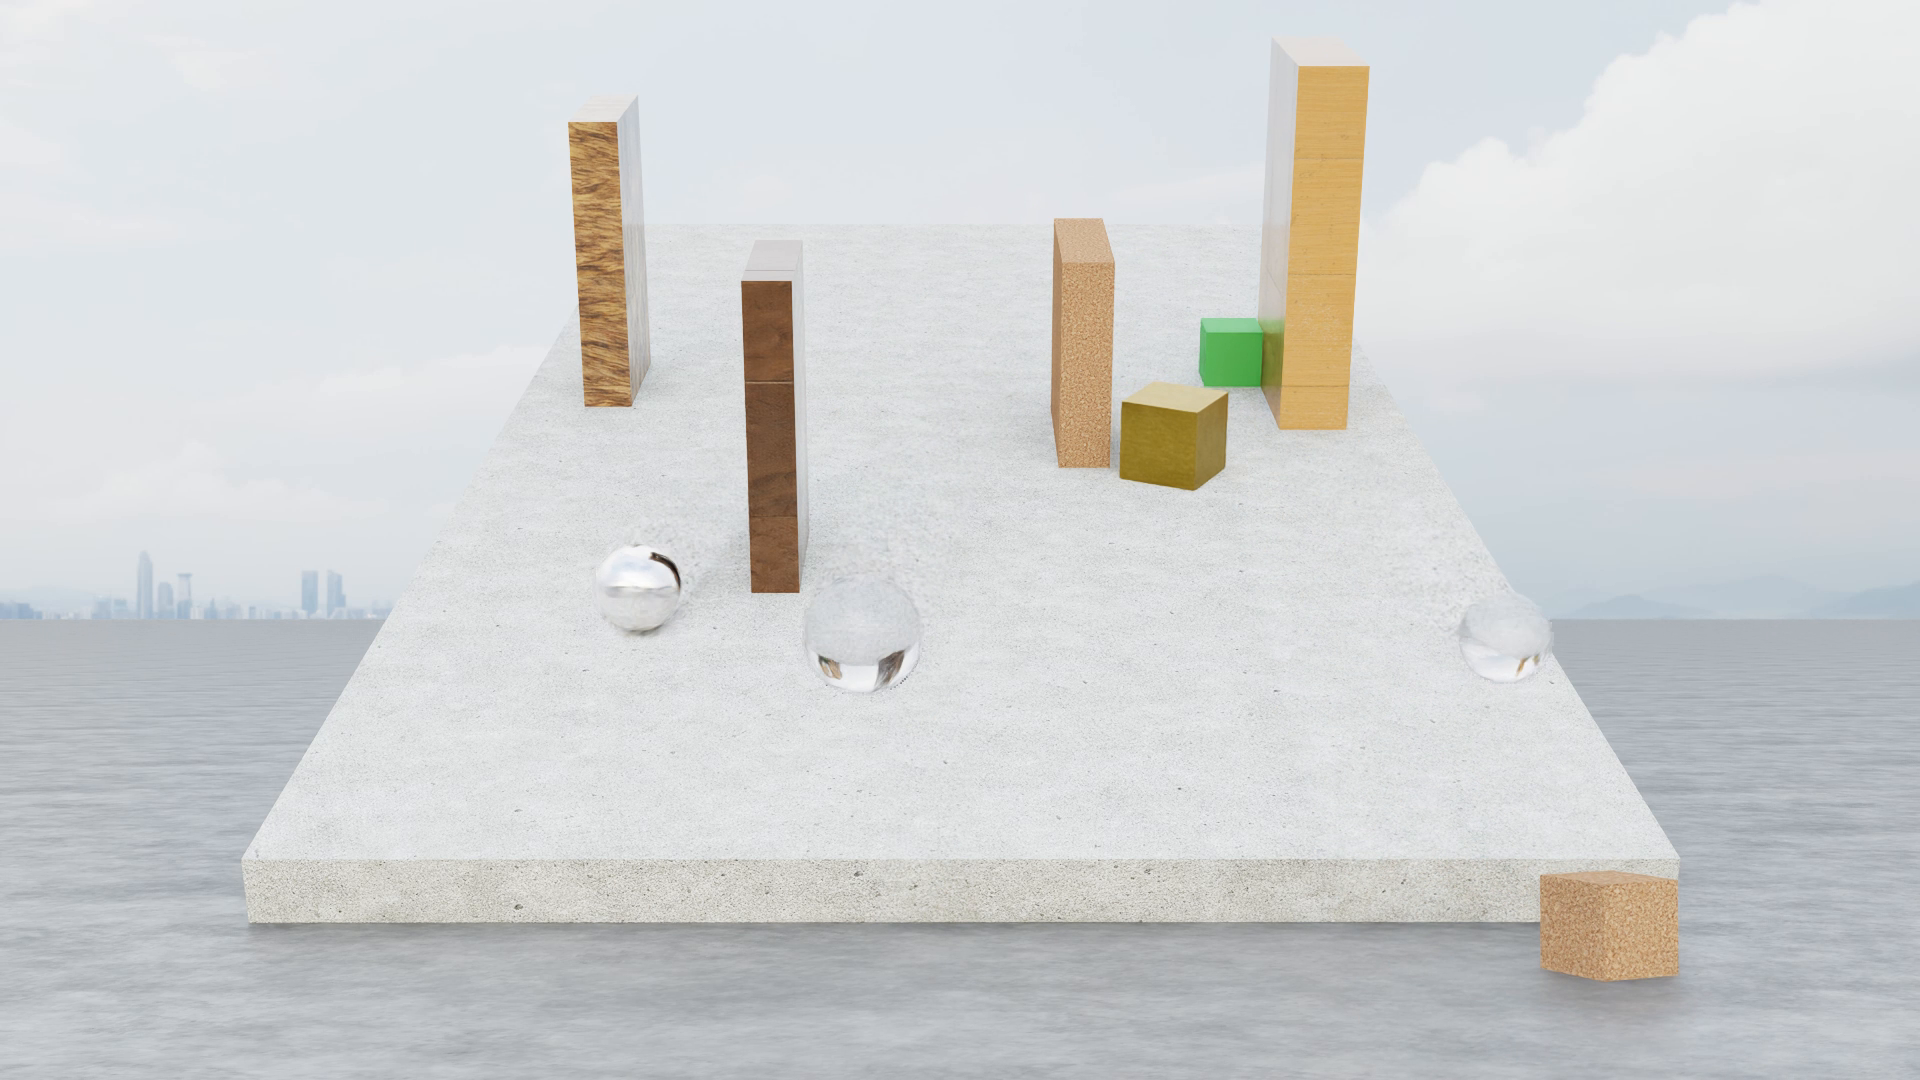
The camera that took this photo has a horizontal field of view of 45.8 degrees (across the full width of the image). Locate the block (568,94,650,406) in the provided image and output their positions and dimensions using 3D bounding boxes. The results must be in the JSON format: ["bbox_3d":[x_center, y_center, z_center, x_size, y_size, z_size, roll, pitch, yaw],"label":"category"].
[{"bbox_3d":[-0.796,-0.665,5.199,0.106,0.644,0.356,0,21,0],"label":"block"}]

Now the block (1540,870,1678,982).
[{"bbox_3d":[0.787,0.466,2.759,0.114,0.114,0.114,1,-2,-26],"label":"block"}]

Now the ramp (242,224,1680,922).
[{"bbox_3d":[-0.005,-0.211,5.051,2.000,0.100,4.000,0,21,0],"label":"ramp"}]

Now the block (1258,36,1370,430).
[{"bbox_3d":[0.775,-0.688,5.056,0.147,0.791,0.426,0,21,0],"label":"block"}]

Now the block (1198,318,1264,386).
[{"bbox_3d":[0.635,-0.441,5.338,0.131,0.131,0.131,0,21,0],"label":"block"}]

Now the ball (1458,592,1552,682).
[{"bbox_3d":[0.889,0.159,3.712,0.149,0.149,0.149,0,-2,0],"label":"ball"}]

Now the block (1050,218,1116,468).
[{"bbox_3d":[0.259,-0.428,4.864,0.107,0.438,0.410,0,21,0],"label":"block"}]

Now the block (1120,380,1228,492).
[{"bbox_3d":[0.441,-0.216,4.685,0.167,0.167,0.167,11,23,26],"label":"block"}]

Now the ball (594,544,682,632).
[{"bbox_3d":[-0.553,0.082,3.910,0.150,0.150,0.150,0,-2,0],"label":"ball"}]

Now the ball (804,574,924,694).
[{"bbox_3d":[-0.156,0.151,3.664,0.194,0.194,0.194,0,-2,0],"label":"ball"}]

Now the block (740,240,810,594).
[{"bbox_3d":[-0.332,-0.228,4.132,0.087,0.575,0.308,0,21,0],"label":"block"}]
